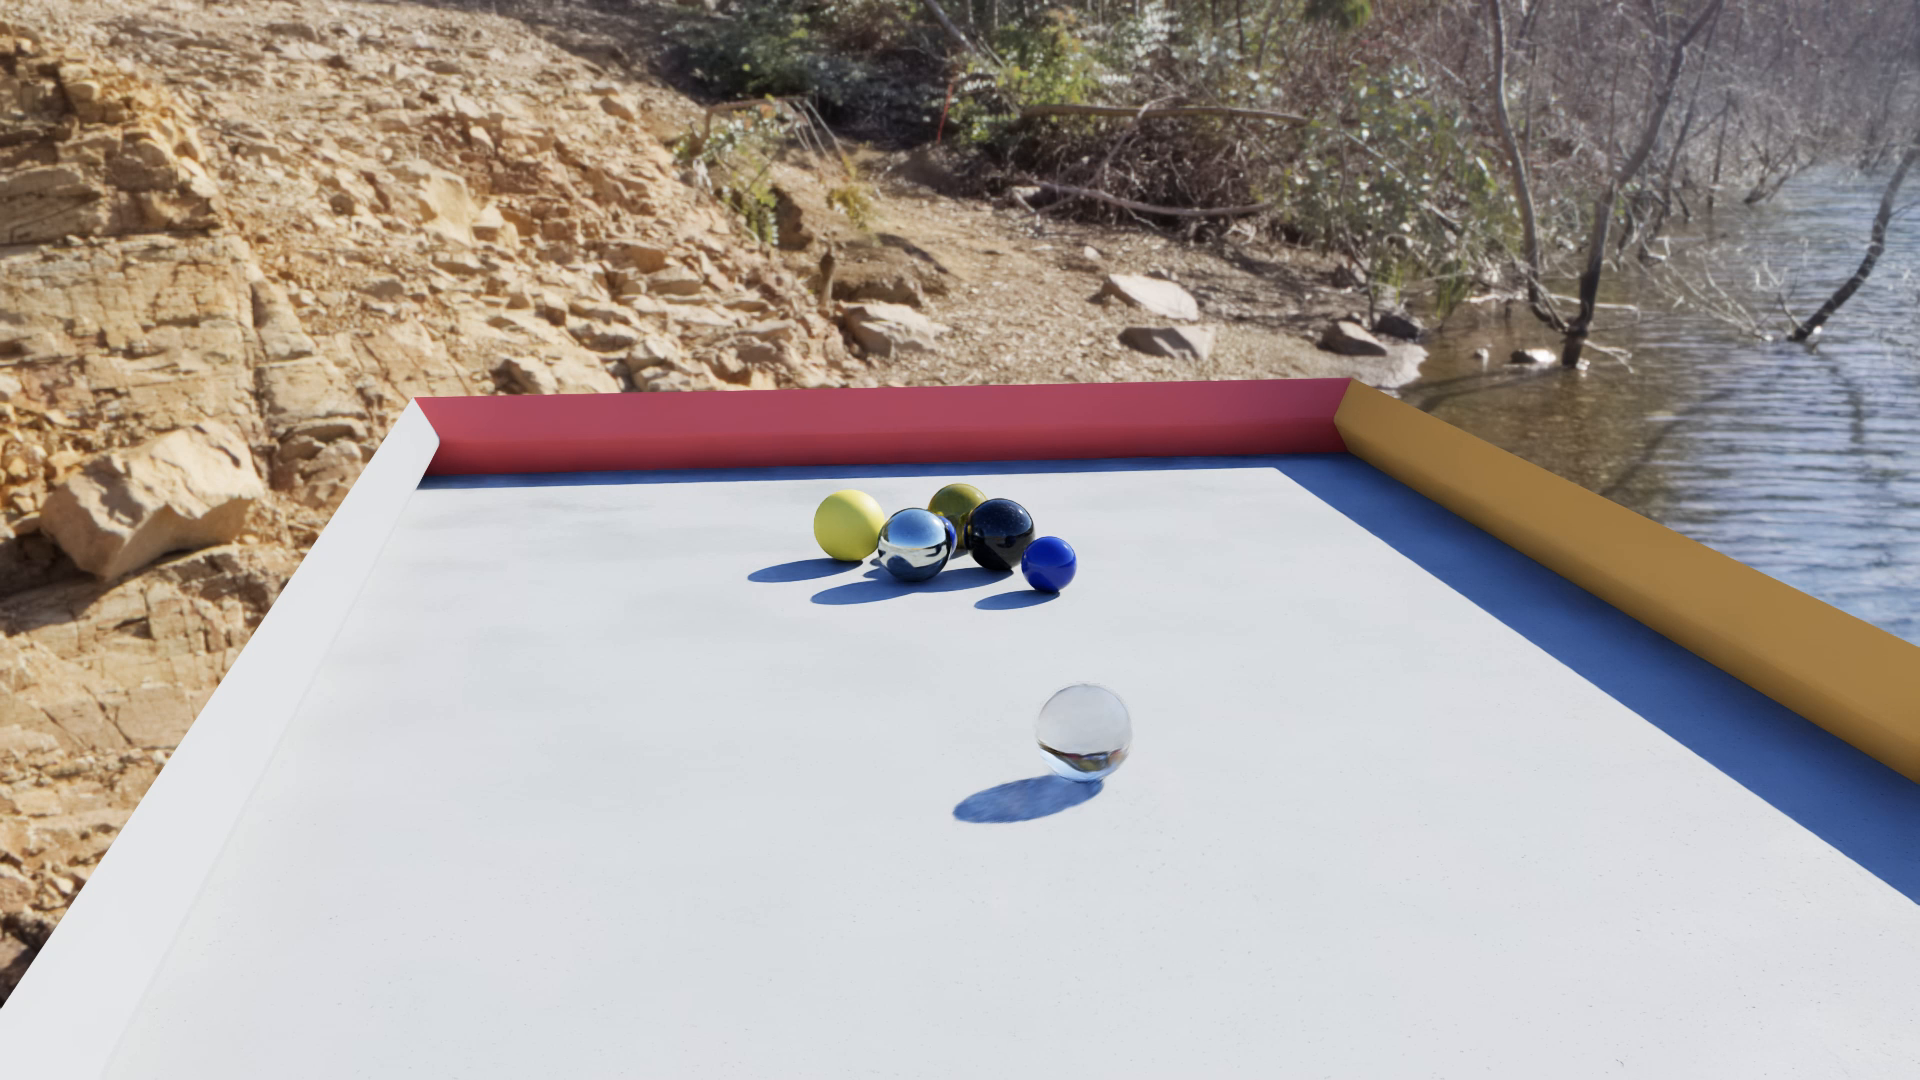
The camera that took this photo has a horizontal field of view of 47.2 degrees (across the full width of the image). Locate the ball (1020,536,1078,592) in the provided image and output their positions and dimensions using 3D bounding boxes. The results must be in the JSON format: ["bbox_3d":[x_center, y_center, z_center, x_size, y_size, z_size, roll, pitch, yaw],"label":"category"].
[{"bbox_3d":[0.114,0.031,2.809,0.073,0.073,0.073,0,13,0],"label":"ball"}]

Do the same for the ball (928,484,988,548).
[{"bbox_3d":[-0.001,-0.033,3.053,0.091,0.091,0.091,0,13,0],"label":"ball"}]

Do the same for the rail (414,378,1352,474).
[{"bbox_3d":[-0.104,-0.186,3.646,1.572,0.127,0.045,-2,13,-8],"label":"rail"}]

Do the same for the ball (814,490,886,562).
[{"bbox_3d":[-0.150,-0.020,2.977,0.098,0.098,0.098,0,13,0],"label":"ball"}]

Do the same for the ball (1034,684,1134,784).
[{"bbox_3d":[0.118,0.183,2.086,0.094,0.094,0.094,0,13,0],"label":"ball"}]

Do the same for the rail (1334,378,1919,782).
[{"bbox_3d":[0.862,0.128,2.251,0.045,0.127,3.142,-2,13,-8],"label":"rail"}]

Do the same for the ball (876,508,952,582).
[{"bbox_3d":[-0.059,0.006,2.863,0.097,0.097,0.097,0,13,0],"label":"ball"}]

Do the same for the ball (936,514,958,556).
[{"bbox_3d":[-0.038,-0.001,2.962,0.068,0.068,0.068,0,13,0],"label":"ball"}]

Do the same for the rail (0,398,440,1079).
[{"bbox_3d":[-0.649,0.174,2.049,0.045,0.127,3.142,-2,13,-8],"label":"rail"}]

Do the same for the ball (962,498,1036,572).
[{"bbox_3d":[0.052,-0.007,2.924,0.097,0.097,0.097,0,13,0],"label":"ball"}]
